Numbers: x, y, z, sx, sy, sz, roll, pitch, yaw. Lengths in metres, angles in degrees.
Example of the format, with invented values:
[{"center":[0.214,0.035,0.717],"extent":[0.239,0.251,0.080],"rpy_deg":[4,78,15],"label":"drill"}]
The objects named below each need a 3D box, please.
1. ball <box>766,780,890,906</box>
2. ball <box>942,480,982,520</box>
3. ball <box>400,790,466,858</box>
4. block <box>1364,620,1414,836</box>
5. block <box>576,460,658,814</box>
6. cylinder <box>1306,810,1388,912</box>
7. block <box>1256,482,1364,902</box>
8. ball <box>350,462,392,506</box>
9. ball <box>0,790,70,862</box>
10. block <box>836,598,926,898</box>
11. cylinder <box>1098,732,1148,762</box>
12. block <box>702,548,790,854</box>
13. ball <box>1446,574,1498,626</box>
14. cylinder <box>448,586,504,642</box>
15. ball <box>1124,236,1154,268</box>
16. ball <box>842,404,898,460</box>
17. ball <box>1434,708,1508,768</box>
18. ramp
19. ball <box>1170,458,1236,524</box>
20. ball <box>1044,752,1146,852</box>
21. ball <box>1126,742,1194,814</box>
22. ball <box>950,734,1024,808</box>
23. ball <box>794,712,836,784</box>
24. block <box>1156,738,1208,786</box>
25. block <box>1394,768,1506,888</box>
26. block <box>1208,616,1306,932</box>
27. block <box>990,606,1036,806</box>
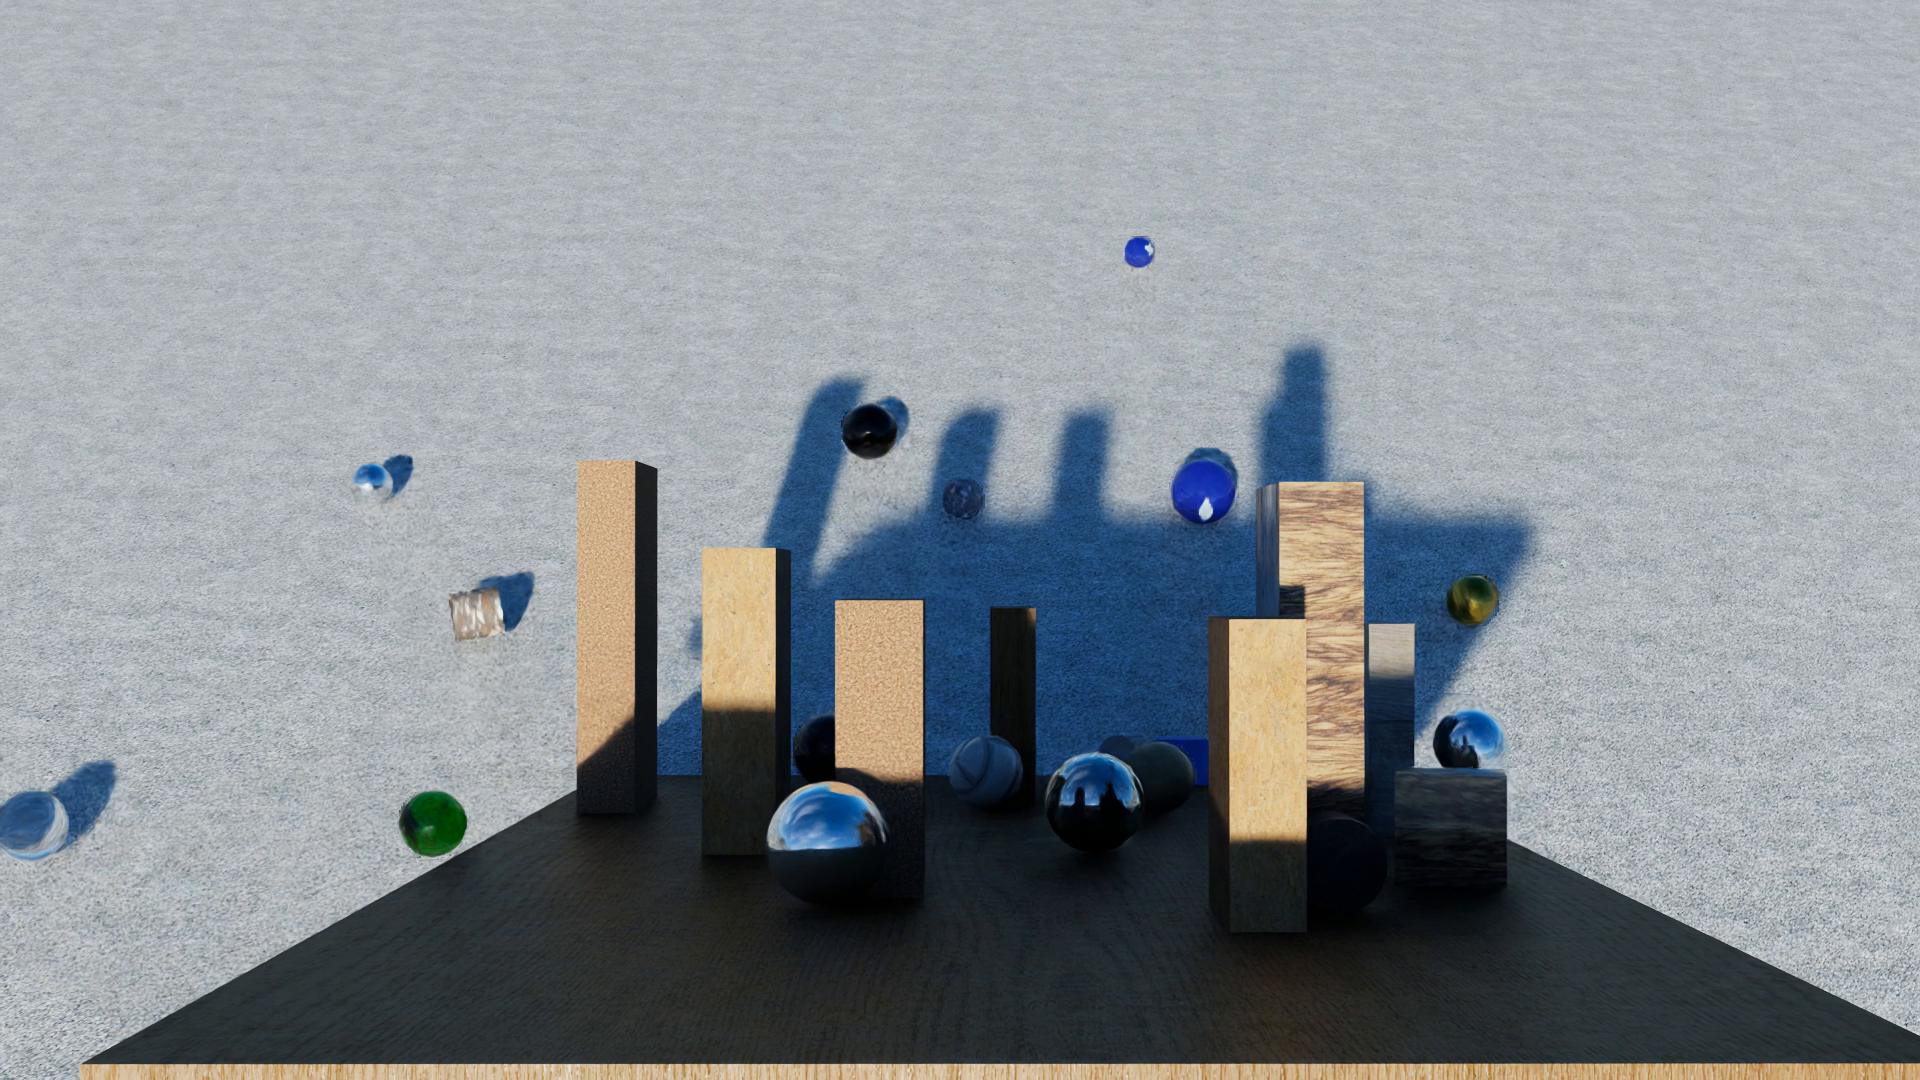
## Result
[{"center":[-0.205,0.474,4.055],"extent":[0.195,0.195,0.195],"rpy_deg":[0,32,0],"label":"ball"},{"center":[0.007,-0.123,7.929],"extent":[0.124,0.124,0.124],"rpy_deg":[0,32,0],"label":"ball"},{"center":[-1.028,0.553,5.059],"extent":[0.130,0.130,0.130],"rpy_deg":[0,32,0],"label":"ball"},{"center":[0.858,0.380,5.356],"extent":[0.090,0.420,0.417],"rpy_deg":[0,-1,0],"label":"block"},{"center":[-0.771,0.213,5.855],"extent":[0.126,0.768,0.423],"rpy_deg":[0,-1,0],"label":"block"},{"center":[0.581,0.499,4.035],"extent":[0.144,0.144,0.144],"rpy_deg":[-1,-1,-1],"label":"cylinder"},{"center":[0.574,0.242,4.272],"extent":[0.134,0.664,0.326],"rpy_deg":[0,-1,0],"label":"block"},{"center":[-1.818,-0.173,8.002],"extent":[0.131,0.131,0.131],"rpy_deg":[0,32,0],"label":"ball"},{"center":[-2.343,0.721,6.544],"extent":[0.178,0.178,0.178],"rpy_deg":[0,32,0],"label":"ball"},{"center":[-0.130,0.337,4.293],"extent":[0.141,0.476,0.280],"rpy_deg":[0,-1,0],"label":"block"},{"center":[0.422,0.552,6.611],"extent":[0.114,0.114,0.114],"rpy_deg":[15,5,22],"label":"cylinder"},{"center":[-0.410,0.302,5.018],"extent":[0.136,0.567,0.441],"rpy_deg":[0,-1,0],"label":"block"},{"center":[1.469,0.173,7.441],"extent":[0.146,0.146,0.146],"rpy_deg":[0,32,0],"label":"ball"},{"center":[-1.373,0.210,7.362],"extent":[0.137,0.137,0.137],"rpy_deg":[-9,33,-13],"label":"cylinder"},{"center":[0.648,-1.042,9.393],"extent":[0.113,0.113,0.113],"rpy_deg":[0,32,0],"label":"ball"},{"center":[-0.286,-0.344,8.229],"extent":[0.178,0.178,0.178],"rpy_deg":[0,32,0],"label":"ball"},{"center":[1.024,0.409,5.202],"extent":[0.147,0.147,0.147],"rpy_deg":[0,32,0],"label":"ball"},{"center":[0.072,0.631,4.729],"extent":[2.000,0.100,4.000],"rpy_deg":[0,-1,0],"label":"ramp"},{"center":[0.741,-0.148,7.899],"extent":[0.199,0.199,0.199],"rpy_deg":[0,32,0],"label":"ball"},{"center":[0.251,0.489,4.833],"extent":[0.187,0.187,0.187],"rpy_deg":[0,32,0],"label":"ball"},{"center":[0.431,0.515,5.628],"extent":[0.157,0.157,0.157],"rpy_deg":[0,32,0],"label":"ball"},{"center":[0.059,0.514,5.756],"extent":[0.164,0.164,0.164],"rpy_deg":[0,32,0],"label":"ball"},{"center":[-0.313,0.512,6.299],"extent":[0.184,0.184,0.184],"rpy_deg":[0,32,0],"label":"ball"},{"center":[0.550,0.549,6.436],"extent":[0.112,0.112,0.112],"rpy_deg":[0,-1,-5],"label":"block"},{"center":[0.829,0.484,4.389],"extent":[0.182,0.182,0.182],"rpy_deg":[0,-1,10],"label":"block"},{"center":[0.445,0.343,3.904],"extent":[0.111,0.452,0.314],"rpy_deg":[0,-1,0],"label":"block"},{"center":[0.122,0.378,6.039],"extent":[0.097,0.443,0.400],"rpy_deg":[0,-1,0],"label":"block"}]
